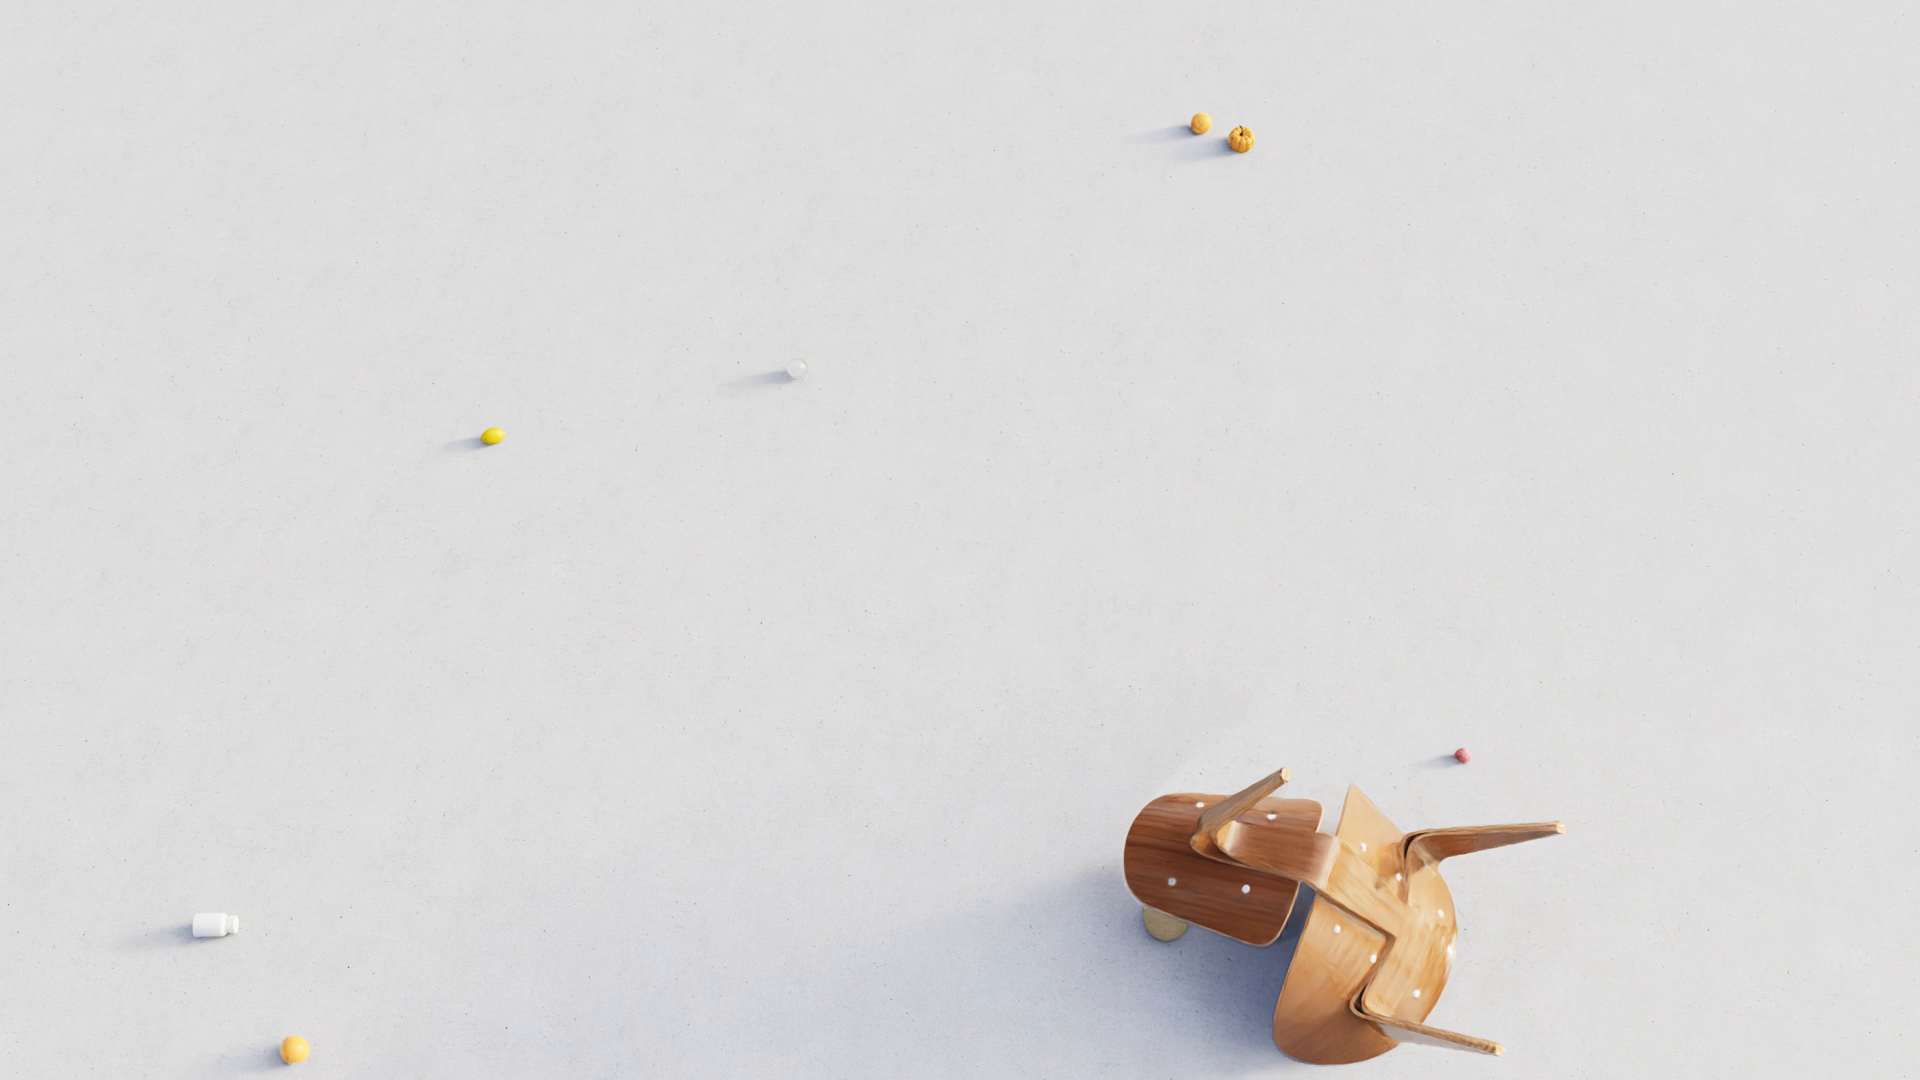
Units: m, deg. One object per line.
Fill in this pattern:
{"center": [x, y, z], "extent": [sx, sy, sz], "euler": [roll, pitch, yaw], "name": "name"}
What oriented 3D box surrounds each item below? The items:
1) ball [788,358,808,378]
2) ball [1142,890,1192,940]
{"center": [-0.509, -0.538, 6.897], "extent": [0.064, 0.064, 0.064], "euler": [0, 56, 0], "name": "ball"}
{"center": [0.548, 0.995, 5.827], "extent": [0.131, 0.131, 0.131], "euler": [0, 56, 0], "name": "ball"}
